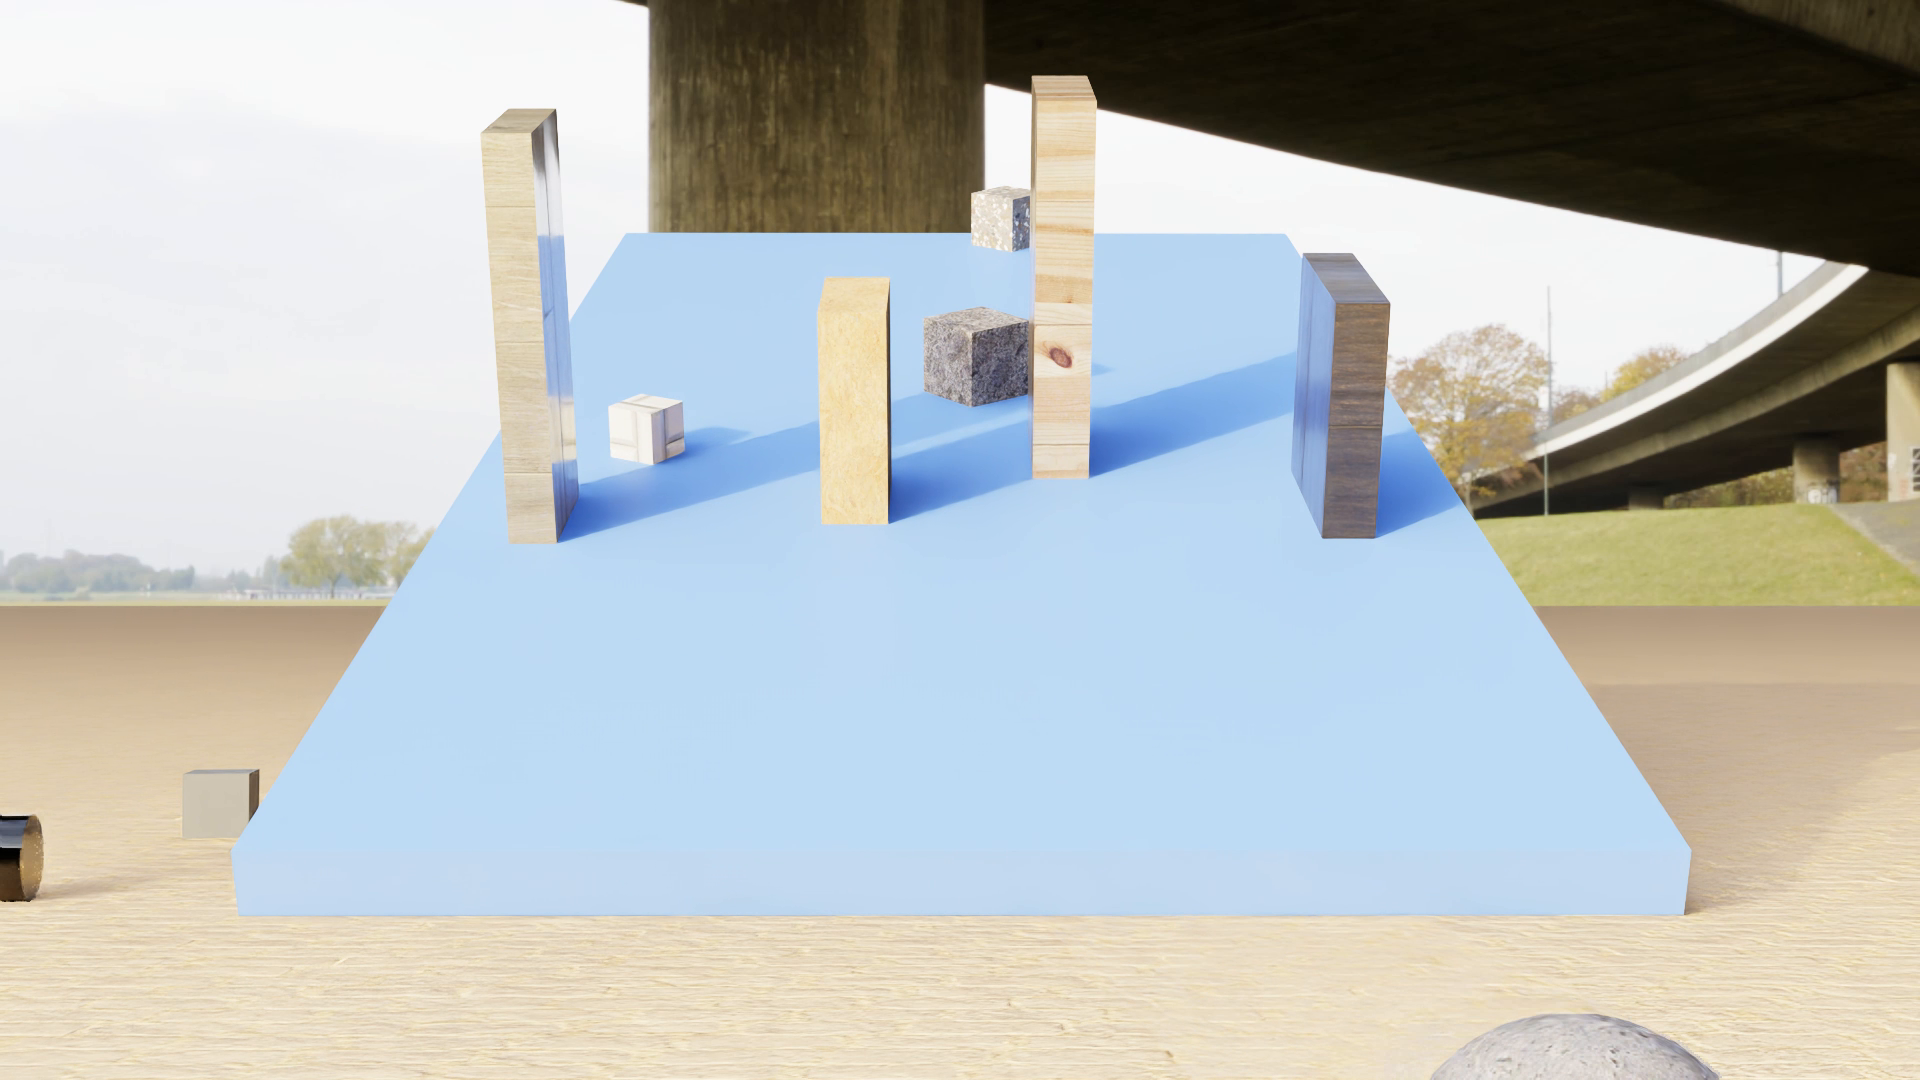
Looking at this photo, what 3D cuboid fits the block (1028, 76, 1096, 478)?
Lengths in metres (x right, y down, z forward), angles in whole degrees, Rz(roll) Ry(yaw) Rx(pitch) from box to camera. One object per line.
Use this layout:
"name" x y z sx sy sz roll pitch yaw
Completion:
"block" 0.206 -0.543 4.657 0.114 0.767 0.335 0 20 0

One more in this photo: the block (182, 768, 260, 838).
"block" -1.373 0.489 4.209 0.117 0.117 0.117 0 -2 -8

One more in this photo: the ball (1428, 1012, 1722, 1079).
"ball" 0.343 0.367 1.254 0.207 0.207 0.207 0 -2 0

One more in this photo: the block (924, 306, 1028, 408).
"block" 0.039 -0.422 5.195 0.174 0.174 0.174 -15 25 -37

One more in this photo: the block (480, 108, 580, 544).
"block" -0.803 -0.402 4.257 0.090 0.771 0.277 0 20 0

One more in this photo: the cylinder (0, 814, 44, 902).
"cylinder" -1.410 0.461 3.281 0.125 0.125 0.125 0 -2 -7

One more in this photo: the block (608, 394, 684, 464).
"block" -0.659 -0.234 4.763 0.110 0.110 0.110 11 23 28

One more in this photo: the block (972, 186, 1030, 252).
"block" 0.143 -0.951 6.692 0.154 0.154 0.154 16 25 37

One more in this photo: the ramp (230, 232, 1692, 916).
"ramp" -0.005 -0.205 4.998 2.000 0.100 4.000 0 20 0

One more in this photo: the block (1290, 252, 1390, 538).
"block" 0.736 -0.289 4.410 0.101 0.457 0.421 0 20 0

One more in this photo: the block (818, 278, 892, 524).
"block" -0.203 -0.276 4.429 0.128 0.418 0.290 0 20 0
